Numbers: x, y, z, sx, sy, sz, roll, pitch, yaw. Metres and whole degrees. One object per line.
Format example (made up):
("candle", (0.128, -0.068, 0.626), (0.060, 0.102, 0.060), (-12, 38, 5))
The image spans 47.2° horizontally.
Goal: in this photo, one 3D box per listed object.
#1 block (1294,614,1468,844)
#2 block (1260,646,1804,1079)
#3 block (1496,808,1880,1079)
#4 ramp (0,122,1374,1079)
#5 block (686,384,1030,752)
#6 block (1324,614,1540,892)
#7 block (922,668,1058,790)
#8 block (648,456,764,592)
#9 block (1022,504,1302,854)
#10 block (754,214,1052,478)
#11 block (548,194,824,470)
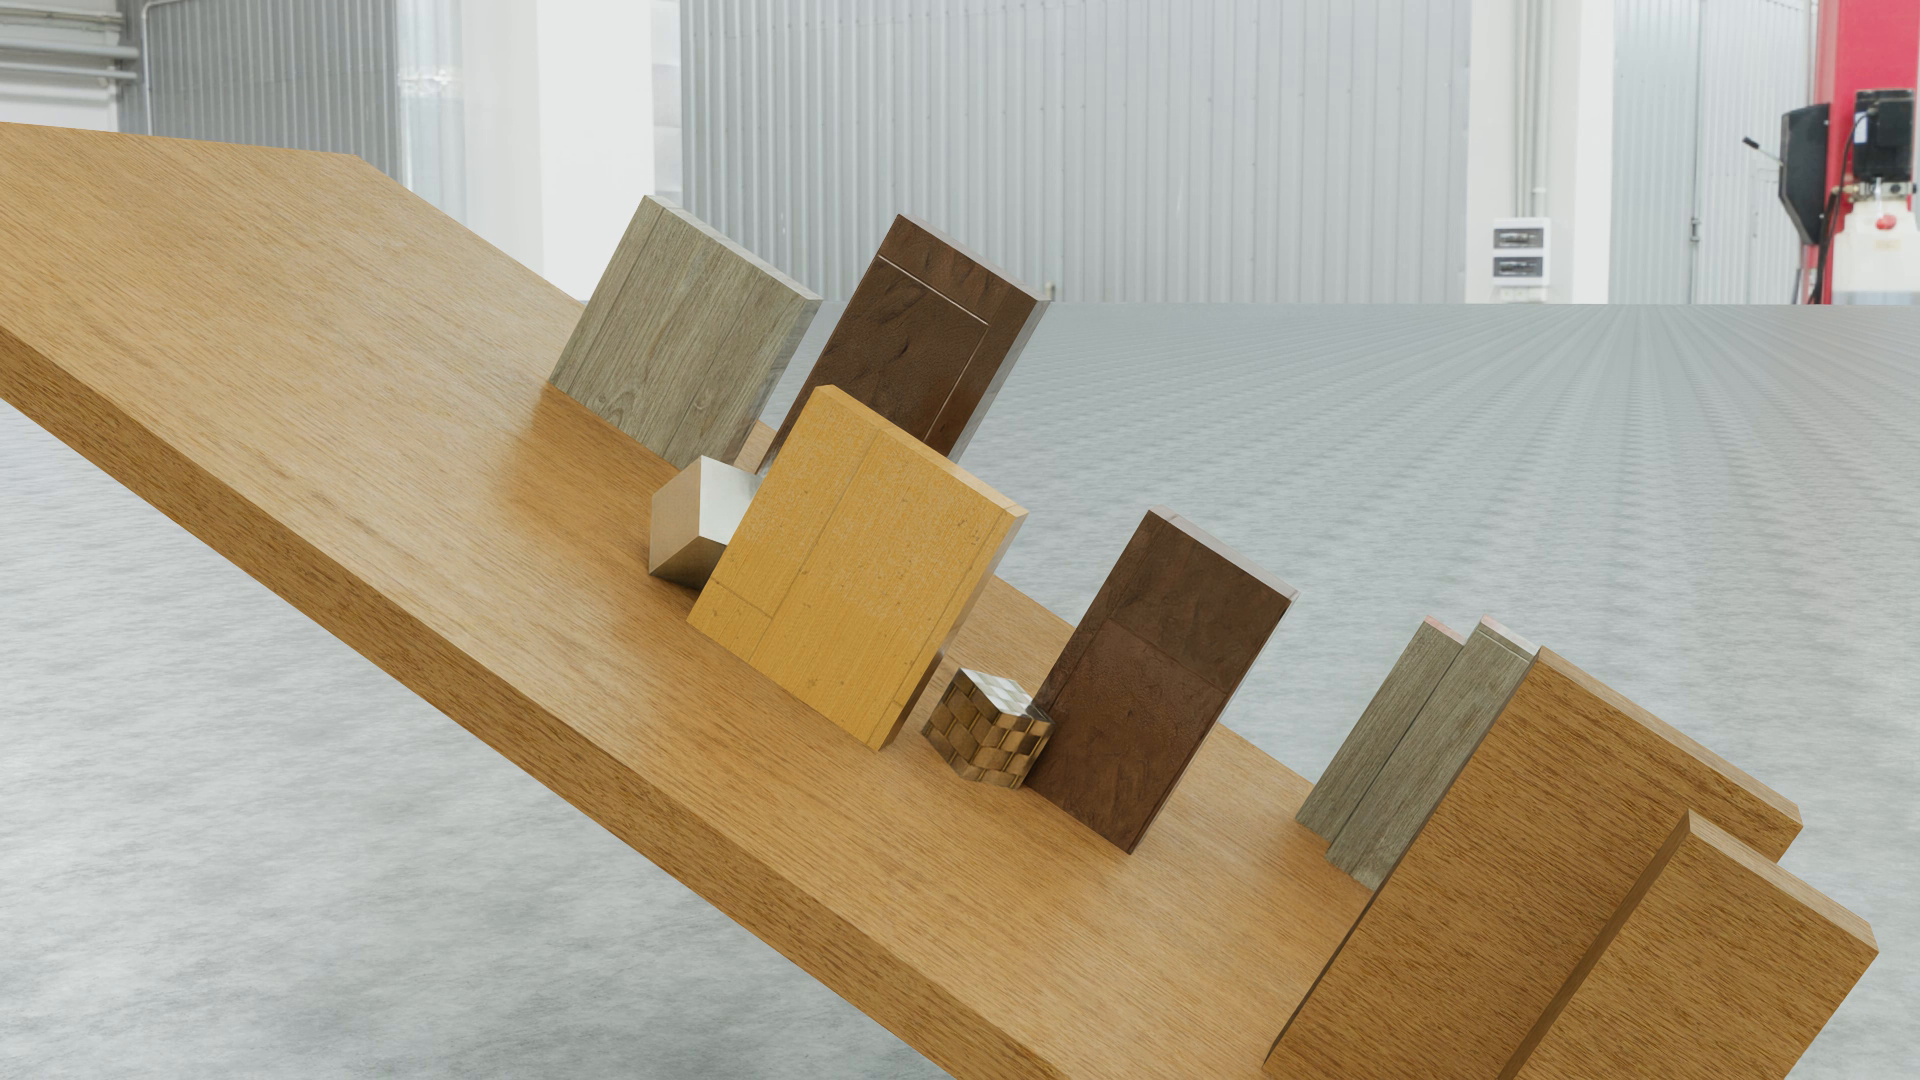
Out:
("block", (0.943, 0.439, 4.562), (0.261, 0.502, 0.089), (33, 15, 11))
("block", (0.846, 0.602, 3.306), (0.431, 0.769, 0.132), (33, 15, 11))
("block", (0.926, 0.755, 3.045), (0.279, 0.722, 0.135), (33, 15, 11))
("ramp", (-0.170, 0.280, 4.121), (4.000, 0.100, 2.000), (33, 15, 11))
("block", (-0.179, 0.046, 3.739), (0.407, 0.475, 0.083), (33, 15, 11))
("block", (1.055, 0.500, 4.421), (0.380, 0.582, 0.119), (33, 15, 11))
("block", (0.051, 0.334, 3.893), (0.142, 0.142, 0.142), (17, 20, -42))
("block", (-0.440, -0.020, 3.938), (0.165, 0.165, 0.165), (21, -37, -33))
("block", (0.331, 0.248, 3.919), (0.294, 0.547, 0.107), (33, 15, 11))
("block", (-0.153, -0.207, 4.102), (0.305, 0.741, 0.101), (33, 15, 11))
("block", (-0.571, -0.413, 4.554), (0.415, 0.447, 0.092), (33, 15, 11))
